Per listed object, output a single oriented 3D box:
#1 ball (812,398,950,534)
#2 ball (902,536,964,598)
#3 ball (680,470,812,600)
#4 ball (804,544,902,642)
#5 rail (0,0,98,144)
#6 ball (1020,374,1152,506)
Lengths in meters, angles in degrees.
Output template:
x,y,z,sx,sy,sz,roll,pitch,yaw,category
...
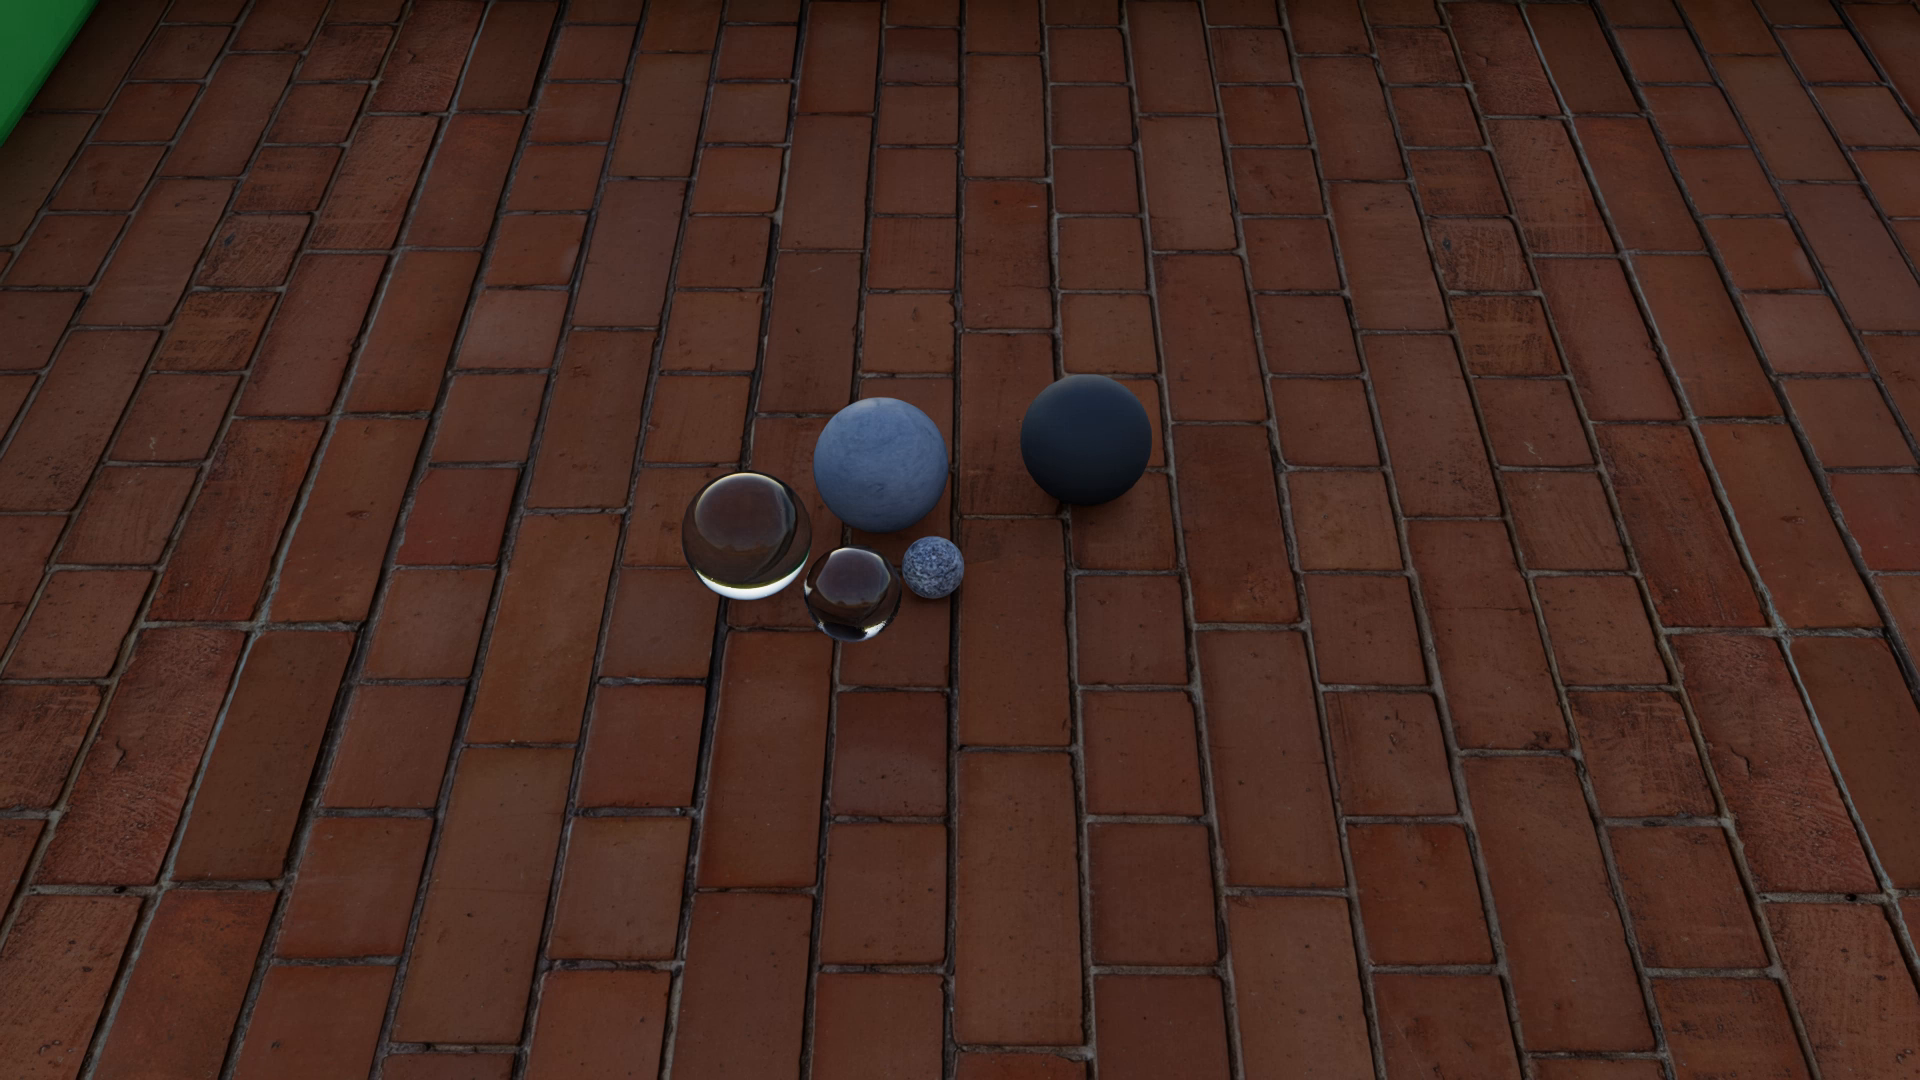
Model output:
x,y,z,sx,sy,sz,roll,pitch,yaw,category
-0.054,-0.051,1.758,0.093,0.093,0.093,0,36,0,ball
-0.018,0.018,1.705,0.042,0.042,0.042,0,36,0,ball
-0.141,-0.003,1.697,0.086,0.086,0.086,0,36,0,ball
-0.069,0.034,1.664,0.064,0.064,0.064,0,36,0,ball
-0.822,-0.023,1.692,0.045,0.121,1.965,0,36,0,rail
0.088,-0.070,1.785,0.092,0.092,0.092,0,36,0,ball
